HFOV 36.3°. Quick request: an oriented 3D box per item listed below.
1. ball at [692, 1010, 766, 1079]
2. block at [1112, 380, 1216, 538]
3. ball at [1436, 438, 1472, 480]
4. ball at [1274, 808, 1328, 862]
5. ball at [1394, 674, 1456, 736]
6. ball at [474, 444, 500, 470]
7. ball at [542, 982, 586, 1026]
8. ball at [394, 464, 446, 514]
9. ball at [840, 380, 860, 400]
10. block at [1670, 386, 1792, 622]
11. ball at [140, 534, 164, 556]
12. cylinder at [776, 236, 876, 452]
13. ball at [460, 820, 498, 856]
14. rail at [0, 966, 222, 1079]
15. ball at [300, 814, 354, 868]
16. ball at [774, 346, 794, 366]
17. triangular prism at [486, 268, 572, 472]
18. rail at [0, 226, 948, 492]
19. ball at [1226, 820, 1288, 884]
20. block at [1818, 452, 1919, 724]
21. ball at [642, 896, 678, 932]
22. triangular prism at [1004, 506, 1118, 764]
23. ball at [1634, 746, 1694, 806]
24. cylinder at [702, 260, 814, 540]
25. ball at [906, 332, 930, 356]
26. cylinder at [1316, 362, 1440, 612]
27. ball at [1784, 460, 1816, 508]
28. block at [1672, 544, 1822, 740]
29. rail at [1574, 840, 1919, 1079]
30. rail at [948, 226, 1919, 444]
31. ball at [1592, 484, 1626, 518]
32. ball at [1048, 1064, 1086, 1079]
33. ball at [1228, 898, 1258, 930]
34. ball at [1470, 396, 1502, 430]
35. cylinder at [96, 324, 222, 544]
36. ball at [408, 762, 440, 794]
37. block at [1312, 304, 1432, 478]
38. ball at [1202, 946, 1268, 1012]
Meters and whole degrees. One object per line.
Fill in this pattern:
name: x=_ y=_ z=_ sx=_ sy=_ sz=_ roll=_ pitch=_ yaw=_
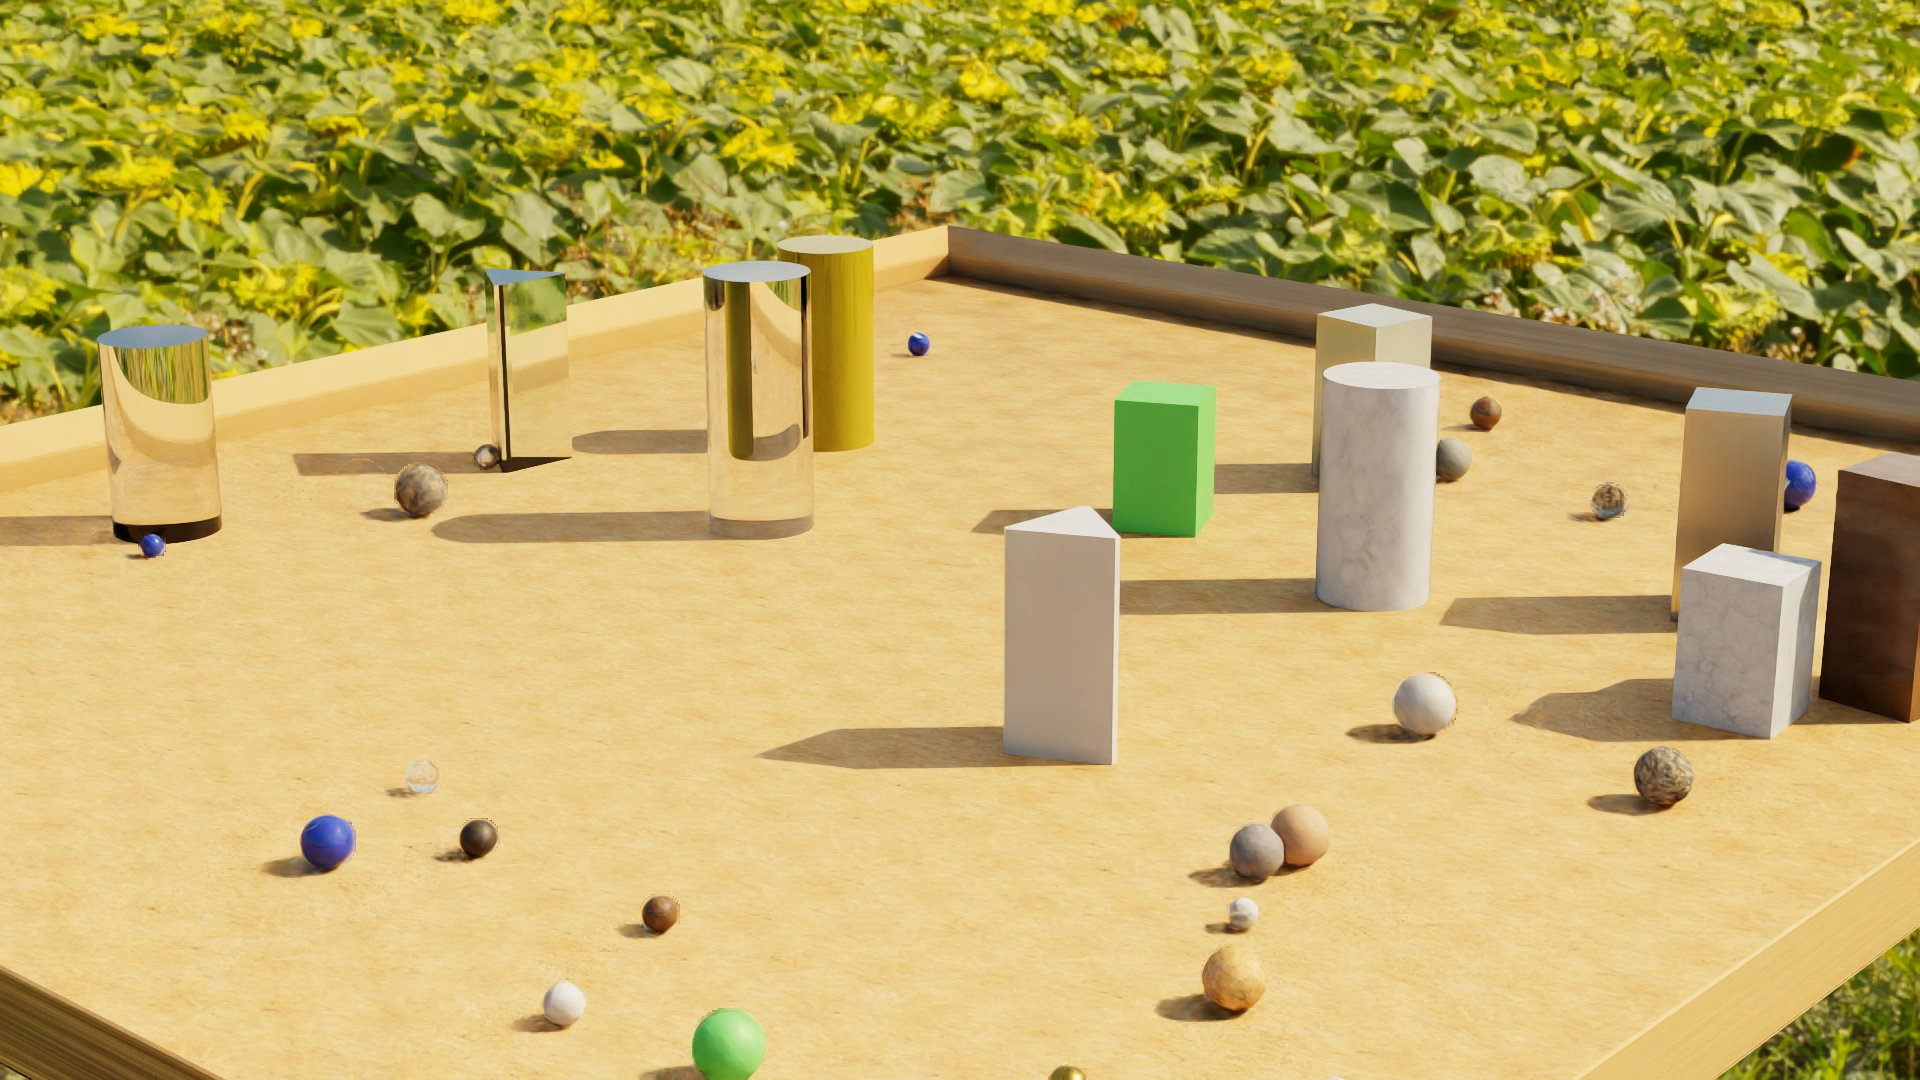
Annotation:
ball: x=-0.266 y=0.583 z=3.371 sx=0.085 sy=0.085 sz=0.085 roll=0 pitch=17 yaw=0
block: x=0.386 y=-0.154 z=5.528 sx=0.159 sy=0.253 sz=0.159 roll=5 pitch=17 yaw=16
ball: x=0.978 y=-0.161 z=5.847 sx=0.084 sy=0.084 sz=0.084 roll=0 pitch=17 yaw=0
ball: x=0.461 y=0.401 z=3.981 sx=0.074 sy=0.074 sz=0.074 roll=0 pitch=17 yaw=0
ball: x=0.707 y=0.250 z=4.462 sx=0.094 sy=0.094 sz=0.094 roll=0 pitch=17 yaw=0
ball: x=-0.956 y=-0.169 z=5.928 sx=0.051 sy=0.051 sz=0.051 roll=0 pitch=17 yaw=0
ball: x=-0.475 y=0.557 z=3.518 sx=0.051 sy=0.051 sz=0.051 roll=0 pitch=17 yaw=0
ball: x=-1.032 y=-0.096 z=5.608 sx=0.097 sy=0.097 sz=0.097 roll=0 pitch=17 yaw=0
ball: x=-0.242 y=-0.332 z=6.478 sx=0.045 sy=0.045 sz=0.045 roll=0 pitch=17 yaw=0
block: x=1.312 y=-0.054 z=4.986 sx=0.159 sy=0.374 sz=0.159 roll=6 pitch=18 yaw=19
ball: x=-1.474 y=0.010 z=5.350 sx=0.041 sy=0.041 sz=0.041 roll=0 pitch=17 yaw=0
cylinder: x=-0.278 y=-0.410 z=6.095 sx=0.199 sy=0.416 sz=0.199 roll=0 pitch=17 yaw=0
ball: x=-0.659 y=0.408 z=4.012 sx=0.051 sy=0.051 sz=0.051 roll=0 pitch=17 yaw=0
rail: x=-1.353 y=0.482 z=3.628 sx=3.716 sy=0.129 sz=0.045 roll=14 pitch=22 yaw=39
ball: x=-0.858 y=0.408 z=3.974 sx=0.073 sy=0.073 sz=0.073 roll=0 pitch=17 yaw=0
ball: x=-0.409 y=-0.426 z=6.788 sx=0.047 sy=0.047 sz=0.047 roll=0 pitch=17 yaw=0
triangular prism: x=-0.909 y=-0.352 z=5.957 sx=0.149 sy=0.384 sz=0.173 roll=16 pitch=23 yaw=43
rail: x=-1.385 y=-0.314 z=6.271 sx=0.045 sy=0.129 sz=4.174 roll=14 pitch=22 yaw=39
ball: x=0.398 y=0.419 z=3.936 sx=0.083 sy=0.083 sz=0.083 roll=0 pitch=17 yaw=0
block: x=1.468 y=0.072 z=4.570 sx=0.159 sy=0.373 sz=0.159 roll=-15 pitch=22 yaw=-40
ball: x=-0.386 y=0.481 z=3.776 sx=0.047 sy=0.047 sz=0.047 roll=0 pitch=17 yaw=0
triangular prism: x=0.169 y=0.137 z=4.391 sx=0.173 sy=0.351 sz=0.149 roll=5 pitch=17 yaw=16
ball: x=1.005 y=0.337 z=4.189 sx=0.085 sy=0.085 sz=0.085 roll=0 pitch=17 yaw=0
cylinder: x=-0.375 y=-0.262 z=5.481 sx=0.199 sy=0.488 sz=0.199 roll=0 pitch=17 yaw=0
ball: x=-0.097 y=-0.460 z=6.888 sx=0.055 sy=0.055 sz=0.055 roll=0 pitch=17 yaw=0
cylinder: x=0.723 y=-0.094 z=5.084 sx=0.199 sy=0.394 sz=0.199 roll=0 pitch=17 yaw=0
ball: x=1.603 y=-0.108 z=5.650 sx=0.094 sy=0.094 sz=0.094 roll=0 pitch=17 yaw=0
block: x=1.212 y=0.154 z=4.521 sx=0.159 sy=0.244 sz=0.159 roll=12 pitch=20 yaw=34
rail: x=1.385 y=0.379 z=3.968 sx=0.045 sy=0.129 sz=4.174 roll=14 pitch=22 yaw=39
rail: x=1.353 y=-0.417 z=6.612 sx=3.716 sy=0.129 sz=0.045 roll=14 pitch=22 yaw=39
ball: x=1.237 y=-0.074 z=5.590 sx=0.064 sy=0.064 sz=0.064 roll=0 pitch=17 yaw=0
ball: x=0.122 y=0.618 z=3.321 sx=0.047 sy=0.047 sz=0.047 roll=0 pitch=17 yaw=0
ball: x=0.365 y=0.482 z=3.784 sx=0.041 sy=0.041 sz=0.041 roll=0 pitch=17 yaw=0
ball: x=1.118 y=-0.270 z=6.233 sx=0.068 sy=0.068 sz=0.068 roll=0 pitch=17 yaw=0
cylinder: x=-1.492 y=-0.199 z=5.470 sx=0.199 sy=0.372 sz=0.199 roll=0 pitch=17 yaw=0
ball: x=-0.775 y=0.343 z=4.237 sx=0.045 sy=0.045 sz=0.045 roll=0 pitch=17 yaw=0
block: x=0.817 y=-0.285 z=5.826 sx=0.159 sy=0.331 sz=0.159 roll=-13 pitch=21 yaw=-37
ball: x=0.333 y=0.532 z=3.554 sx=0.079 sy=0.079 sz=0.079 roll=0 pitch=17 yaw=0
